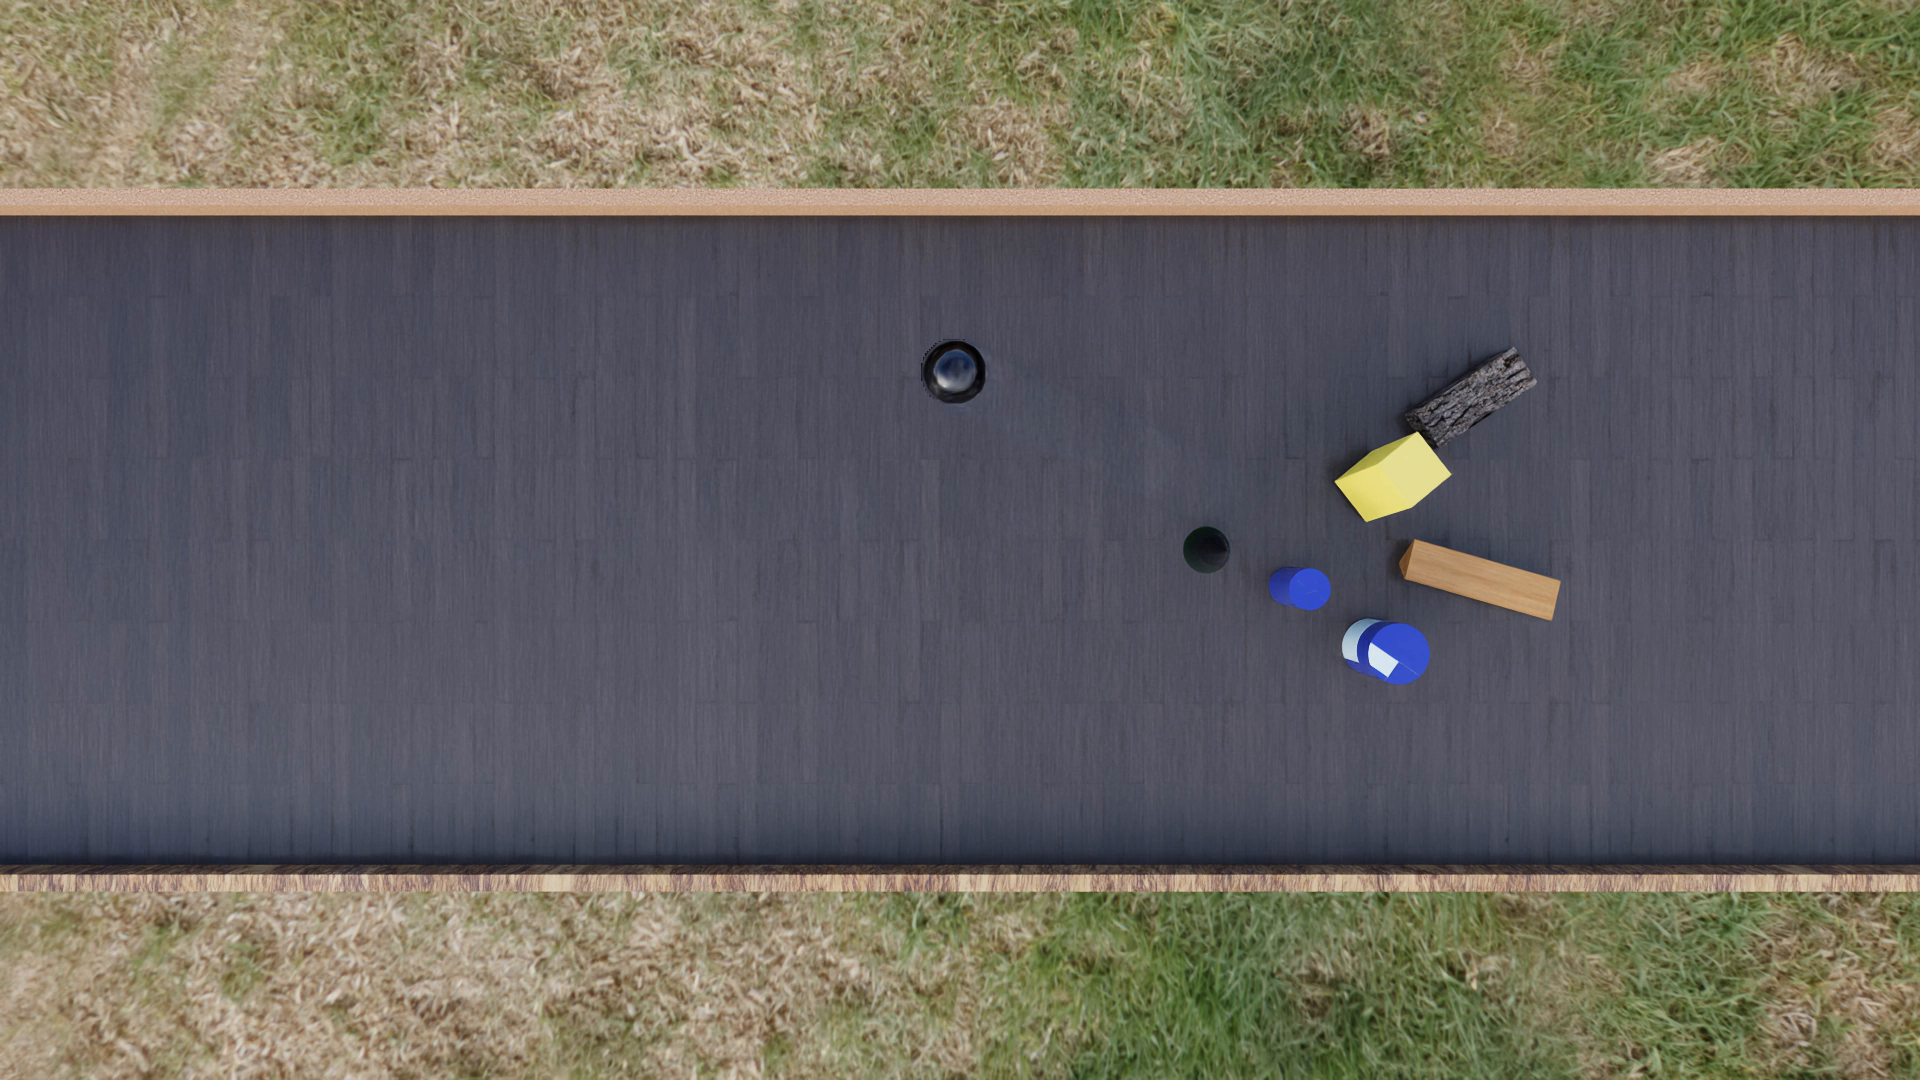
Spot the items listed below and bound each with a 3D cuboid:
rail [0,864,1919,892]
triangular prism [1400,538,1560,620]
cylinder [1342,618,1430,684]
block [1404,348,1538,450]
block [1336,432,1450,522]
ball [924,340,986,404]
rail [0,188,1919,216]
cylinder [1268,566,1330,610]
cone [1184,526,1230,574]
[{"bbox_3d":[-2.247,1.025,5.001,12.000,0.150,0.050,0,90,0],"label":"rail"},{"bbox_3d":[1.571,0.137,4.995,0.458,0.124,0.108,16,52,0],"label":"triangular prism"},{"bbox_3d":[1.264,0.328,4.912,0.177,0.329,0.177,0,90,0],"label":"cylinder"},{"bbox_3d":[1.550,-0.427,5.011,0.354,0.131,0.131,-33,90,0],"label":"block"},{"bbox_3d":[1.280,-0.184,4.896,0.157,0.338,0.157,-38,90,-10],"label":"block"},{"bbox_3d":[-0.015,-0.506,4.981,0.191,0.191,0.191,0,90,0],"label":"ball"},{"bbox_3d":[-2.247,-1.025,5.002,12.000,0.150,0.050,0,90,0],"label":"rail"},{"bbox_3d":[1.011,0.142,4.921,0.121,0.312,0.121,0,90,0],"label":"cylinder"},{"bbox_3d":[0.759,0.031,4.883,0.144,0.387,0.144,0,90,0],"label":"cone"}]
